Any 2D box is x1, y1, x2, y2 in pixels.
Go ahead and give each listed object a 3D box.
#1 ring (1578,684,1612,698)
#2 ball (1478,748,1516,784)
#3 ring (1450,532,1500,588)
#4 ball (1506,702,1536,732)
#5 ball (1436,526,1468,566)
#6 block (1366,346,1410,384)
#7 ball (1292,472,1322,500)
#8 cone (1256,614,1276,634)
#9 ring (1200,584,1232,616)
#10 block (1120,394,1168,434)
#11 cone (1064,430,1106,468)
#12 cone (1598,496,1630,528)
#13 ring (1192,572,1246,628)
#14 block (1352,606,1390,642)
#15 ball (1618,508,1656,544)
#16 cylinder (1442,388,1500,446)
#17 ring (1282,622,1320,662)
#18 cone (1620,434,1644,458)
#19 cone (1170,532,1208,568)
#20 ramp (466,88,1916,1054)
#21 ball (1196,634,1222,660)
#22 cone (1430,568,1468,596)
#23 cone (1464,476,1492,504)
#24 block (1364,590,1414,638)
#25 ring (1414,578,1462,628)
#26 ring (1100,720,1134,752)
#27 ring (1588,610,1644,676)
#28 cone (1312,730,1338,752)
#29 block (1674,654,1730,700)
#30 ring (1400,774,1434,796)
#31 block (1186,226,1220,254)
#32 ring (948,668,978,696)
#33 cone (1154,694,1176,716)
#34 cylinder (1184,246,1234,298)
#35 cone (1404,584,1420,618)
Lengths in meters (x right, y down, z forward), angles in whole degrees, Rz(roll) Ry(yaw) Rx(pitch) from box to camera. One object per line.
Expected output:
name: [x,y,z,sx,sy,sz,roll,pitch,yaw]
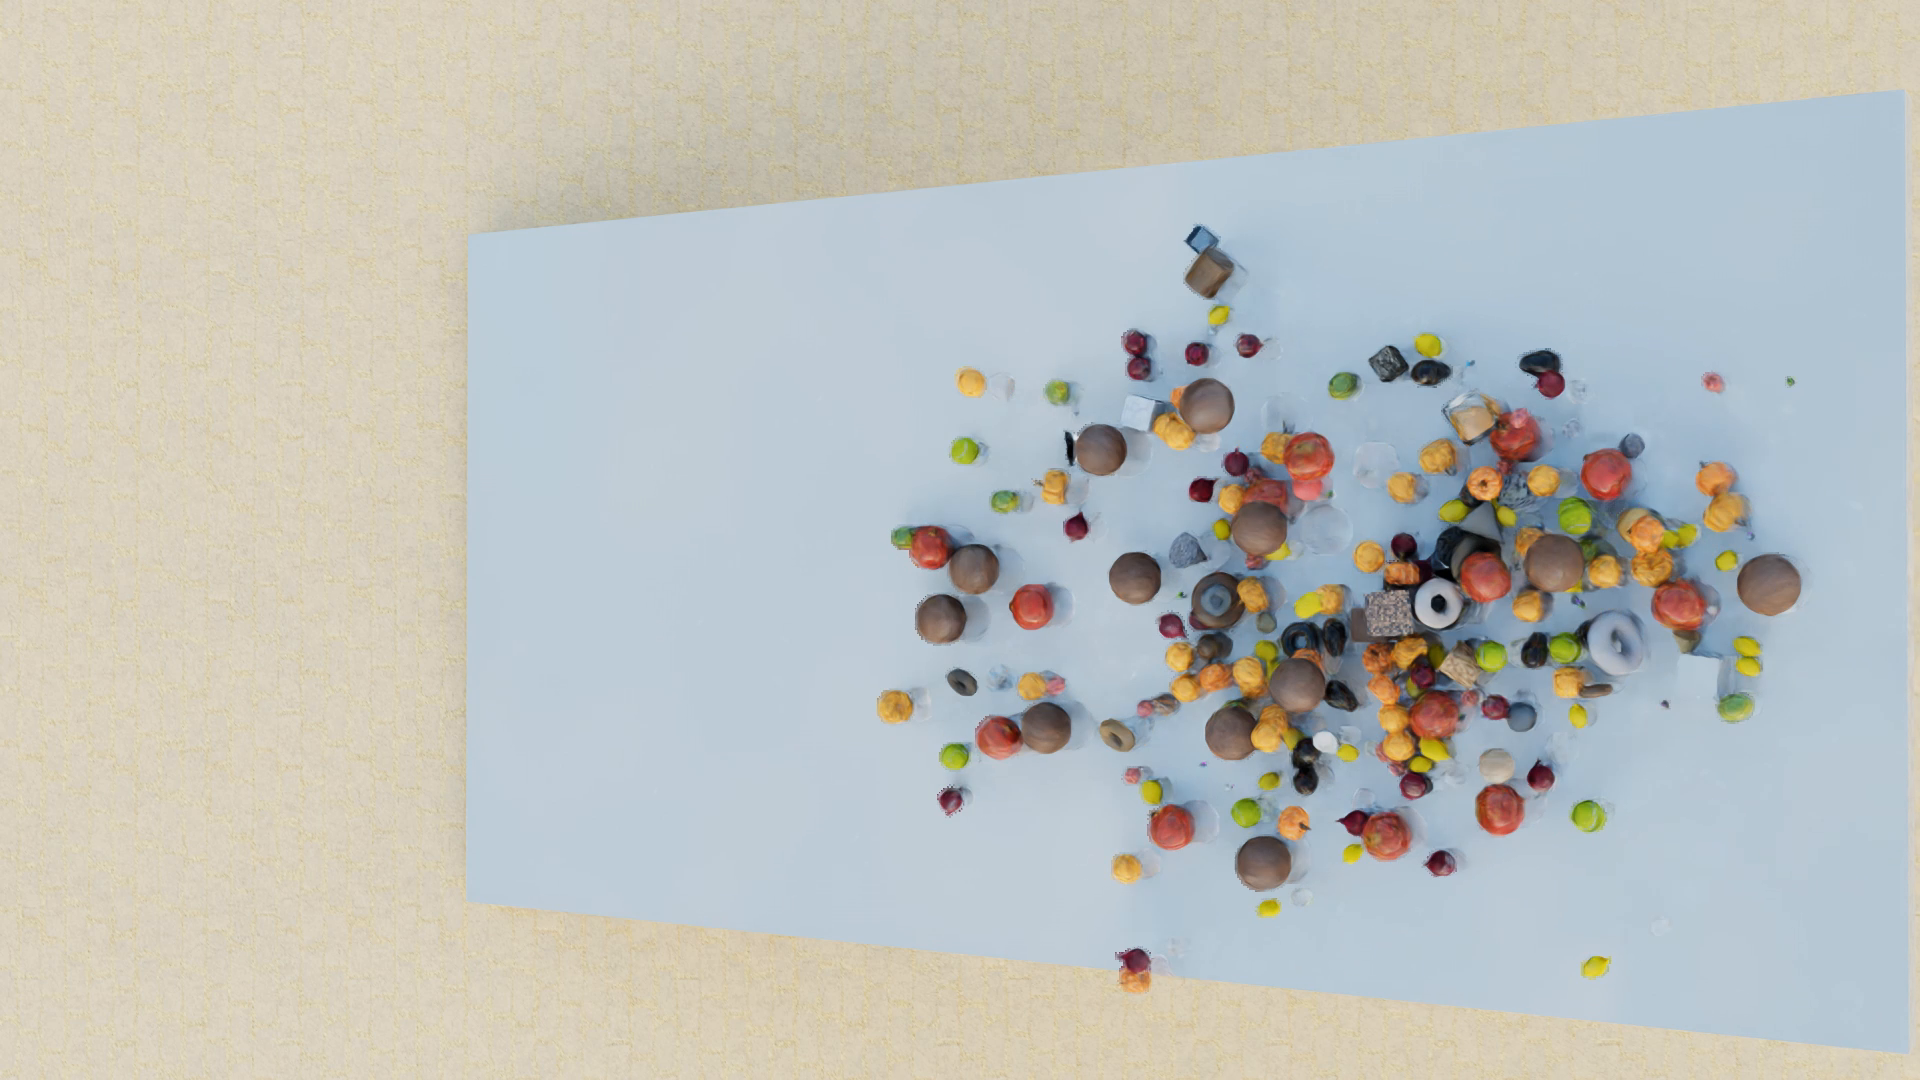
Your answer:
ring: [1.395,0.331,4.828,0.075,0.075,0.025,-11,87,0]
ball: [1.153,0.485,4.728,0.078,0.078,0.078,0,89,0]
ring: [1.157,0.042,4.933,0.135,0.045,0.135,-13,115,-29]
ball: [1.258,0.397,4.930,0.068,0.068,0.068,0,89,0]
ball: [1.129,0.017,4.993,0.096,0.096,0.096,0,89,0]
block: [0.994,-0.407,5.099,0.060,0.060,0.060,-39,71,24]
ball: [0.821,-0.127,5.193,0.070,0.070,0.070,0,89,0]
cone: [0.719,0.207,5.253,0.052,0.052,0.052,10,110,28]
ring: [0.611,0.144,5.246,0.075,0.025,0.075,0,92,-3]
block: [0.453,-0.311,5.409,0.077,0.077,0.077,18,99,30]
cone: [0.316,-0.232,5.509,0.096,0.096,0.096,-7,89,4]
cone: [1.428,-0.056,4.824,0.072,0.072,0.072,5,101,25]
ring: [0.622,0.146,5.287,0.137,0.046,0.137,0,91,-14]
block: [0.950,0.194,5.091,0.080,0.080,0.080,-1,91,14]
ball: [1.477,-0.031,4.797,0.081,0.081,0.081,0,89,0]
cylinder: [1.135,-0.273,4.881,0.092,0.092,0.092,-36,96,0]
ring: [0.808,0.241,5.219,0.098,0.033,0.098,3,95,32]
cone: [1.466,-0.208,4.820,0.055,0.055,0.055,0,89,31]
cone: [0.572,0.038,5.329,0.092,0.092,0.092,20,89,-38]
ramp: [0.267,0.074,5.618,4.000,0.100,2.000,0,89,31]
ball: [0.603,0.258,5.322,0.064,0.064,0.064,0,89,0]
cone: [1.100,0.085,5.001,0.081,0.081,0.081,19,89,-29]
cone: [1.177,-0.104,4.992,0.062,0.062,0.062,-14,124,0]
block: [0.967,0.167,4.968,0.099,0.099,0.099,-6,87,10]
ring: [1.072,0.142,4.927,0.112,0.037,0.112,0,92,-10]
ring: [0.388,0.484,5.439,0.098,0.098,0.033,43,58,0]
ring: [1.428,0.224,4.789,0.146,0.049,0.146,9,72,-28]
cone: [0.856,0.457,5.139,0.057,0.057,0.057,8,119,14]
block: [1.592,0.293,4.719,0.086,0.086,0.086,8,91,32]
ring: [1.049,0.562,5.050,0.077,0.077,0.026,1,113,0]
block: [0.590,-0.727,5.346,0.052,0.052,0.052,45,111,23]
ring: [0.006,0.363,5.598,0.087,0.087,0.029,35,55,0]
cone: [0.489,0.397,5.383,0.058,0.058,0.058,-14,65,33]
cylinder: [0.602,-0.645,5.308,0.088,0.088,0.088,37,118,0]
cone: [1.071,0.135,5.038,0.083,0.083,0.083,-8,89,26]
